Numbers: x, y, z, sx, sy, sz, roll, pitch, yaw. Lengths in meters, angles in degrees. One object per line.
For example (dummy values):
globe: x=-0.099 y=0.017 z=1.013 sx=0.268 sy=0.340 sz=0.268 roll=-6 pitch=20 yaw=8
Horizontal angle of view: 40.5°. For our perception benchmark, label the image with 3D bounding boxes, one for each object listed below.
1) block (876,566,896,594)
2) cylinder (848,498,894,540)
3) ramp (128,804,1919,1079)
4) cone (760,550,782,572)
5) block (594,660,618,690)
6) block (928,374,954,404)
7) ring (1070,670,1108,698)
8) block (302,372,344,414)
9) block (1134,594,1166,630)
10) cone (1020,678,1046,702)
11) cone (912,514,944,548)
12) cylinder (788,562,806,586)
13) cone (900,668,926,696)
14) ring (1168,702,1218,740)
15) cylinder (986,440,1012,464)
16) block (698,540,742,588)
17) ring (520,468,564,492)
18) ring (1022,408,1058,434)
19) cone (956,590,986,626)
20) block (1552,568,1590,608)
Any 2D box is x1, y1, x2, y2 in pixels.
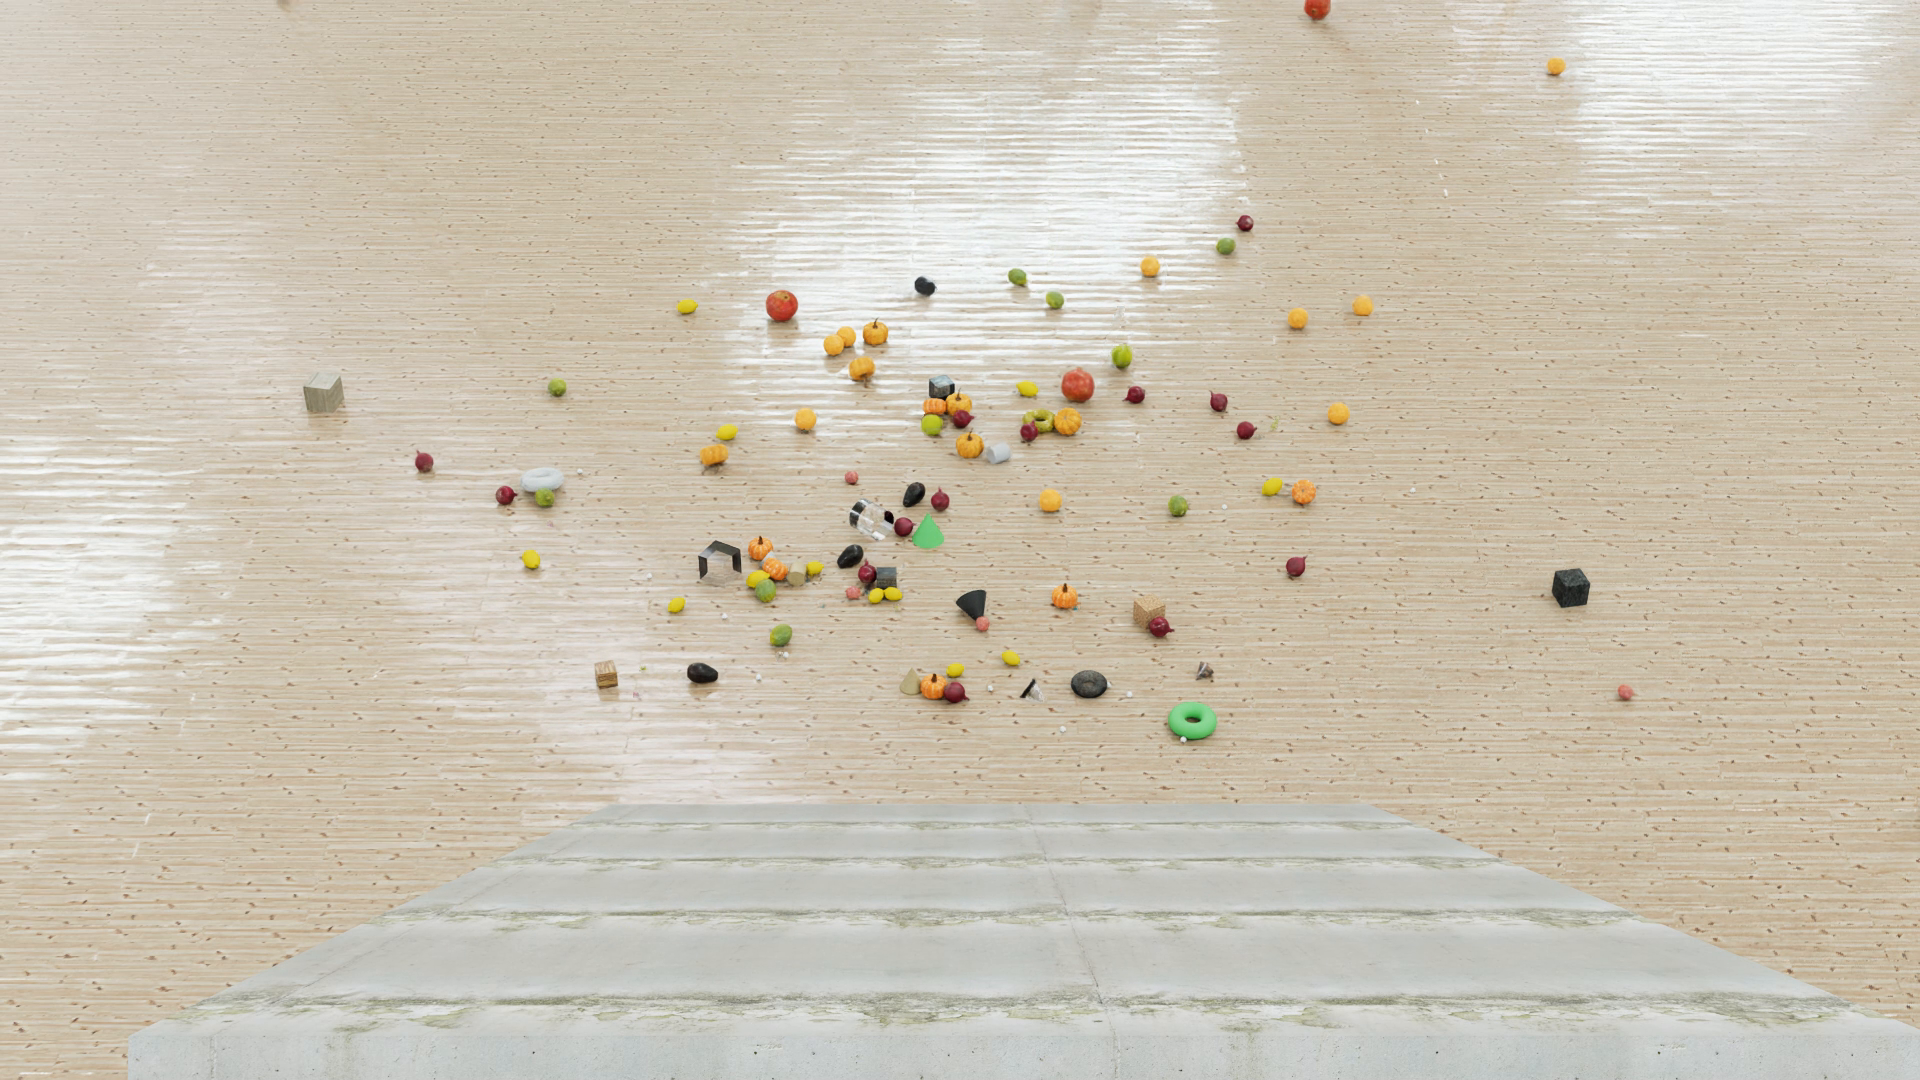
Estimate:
block: x=-0.219 y=0.122 z=7.755 sx=0.059 sy=0.059 sz=0.059 roll=-1 pitch=36 yaw=-1
cylinder: x=-0.272 y=-0.063 z=7.978 sx=0.098 sy=0.098 sz=0.098 roll=29 pitch=45 yaw=34
ramp: x=0.079 y=0.674 z=4.874 sx=2.000 sy=0.100 sz=4.000 roll=0 pitch=-2 yaw=0
cone: x=-0.562 y=0.076 z=7.845 sx=0.063 sy=0.063 sz=0.063 roll=38 pitch=44 yaw=4
block: x=-1.007 y=0.383 z=7.398 sx=0.055 sy=0.055 sz=0.055 roll=-11 pitch=37 yaw=-15
block: x=-0.060 y=-0.499 z=8.609 sx=0.064 sy=0.064 sz=0.064 roll=-17 pitch=39 yaw=-22
ring: x=0.366 y=0.409 z=7.379 sx=0.105 sy=0.035 sz=0.105 roll=0 pitch=37 yaw=0
block: x=-2.097 y=-0.487 z=8.567 sx=0.093 sy=0.093 sz=0.093 roll=7 pitch=36 yaw=9
block: x=0.555 y=0.209 z=7.627 sx=0.067 sy=0.067 sz=0.067 roll=-19 pitch=40 yaw=-24
cone: x=0.218 y=0.439 z=7.340 sx=0.072 sy=0.072 sz=0.072 roll=36 pitch=43 yaw=3
cone: x=-0.097 y=-0.044 z=7.950 sx=0.099 sy=0.099 sz=0.099 roll=0 pitch=36 yaw=0
cylinder: x=-0.488 y=0.101 z=7.790 sx=0.053 sy=0.053 sz=0.053 roll=2 pitch=36 yaw=3
cone: x=-0.136 y=0.389 z=7.373 sx=0.074 sy=0.074 sz=0.074 roll=0 pitch=36 yaw=0
ring: x=0.648 y=0.503 z=7.241 sx=0.136 sy=0.045 sz=0.136 roll=0 pitch=37 yaw=0
cylinder: x=0.124 y=-0.279 z=8.311 sx=0.057 sy=0.057 sz=0.057 roll=-27 pitch=43 yaw=-24
block: x=-0.719 y=0.073 z=7.796 sx=0.091 sy=0.091 sz=0.091 roll=19 pitch=40 yaw=24
ring: x=-1.316 y=-0.189 z=8.178 sx=0.140 sy=0.047 sz=0.140 roll=-2 pitch=21 yaw=1
ring: x=0.261 y=-0.388 z=8.478 sx=0.116 sy=0.039 sz=0.116 roll=1 pitch=35 yaw=-1
cone: x=0.049 y=0.212 z=7.643 sx=0.097 sy=0.097 sz=0.097 roll=-13 pitch=65 yaw=-18
block: x=1.812 y=0.142 z=7.710 sx=0.079 sy=0.079 sz=0.079 roll=-7 pitch=36 yaw=-9
